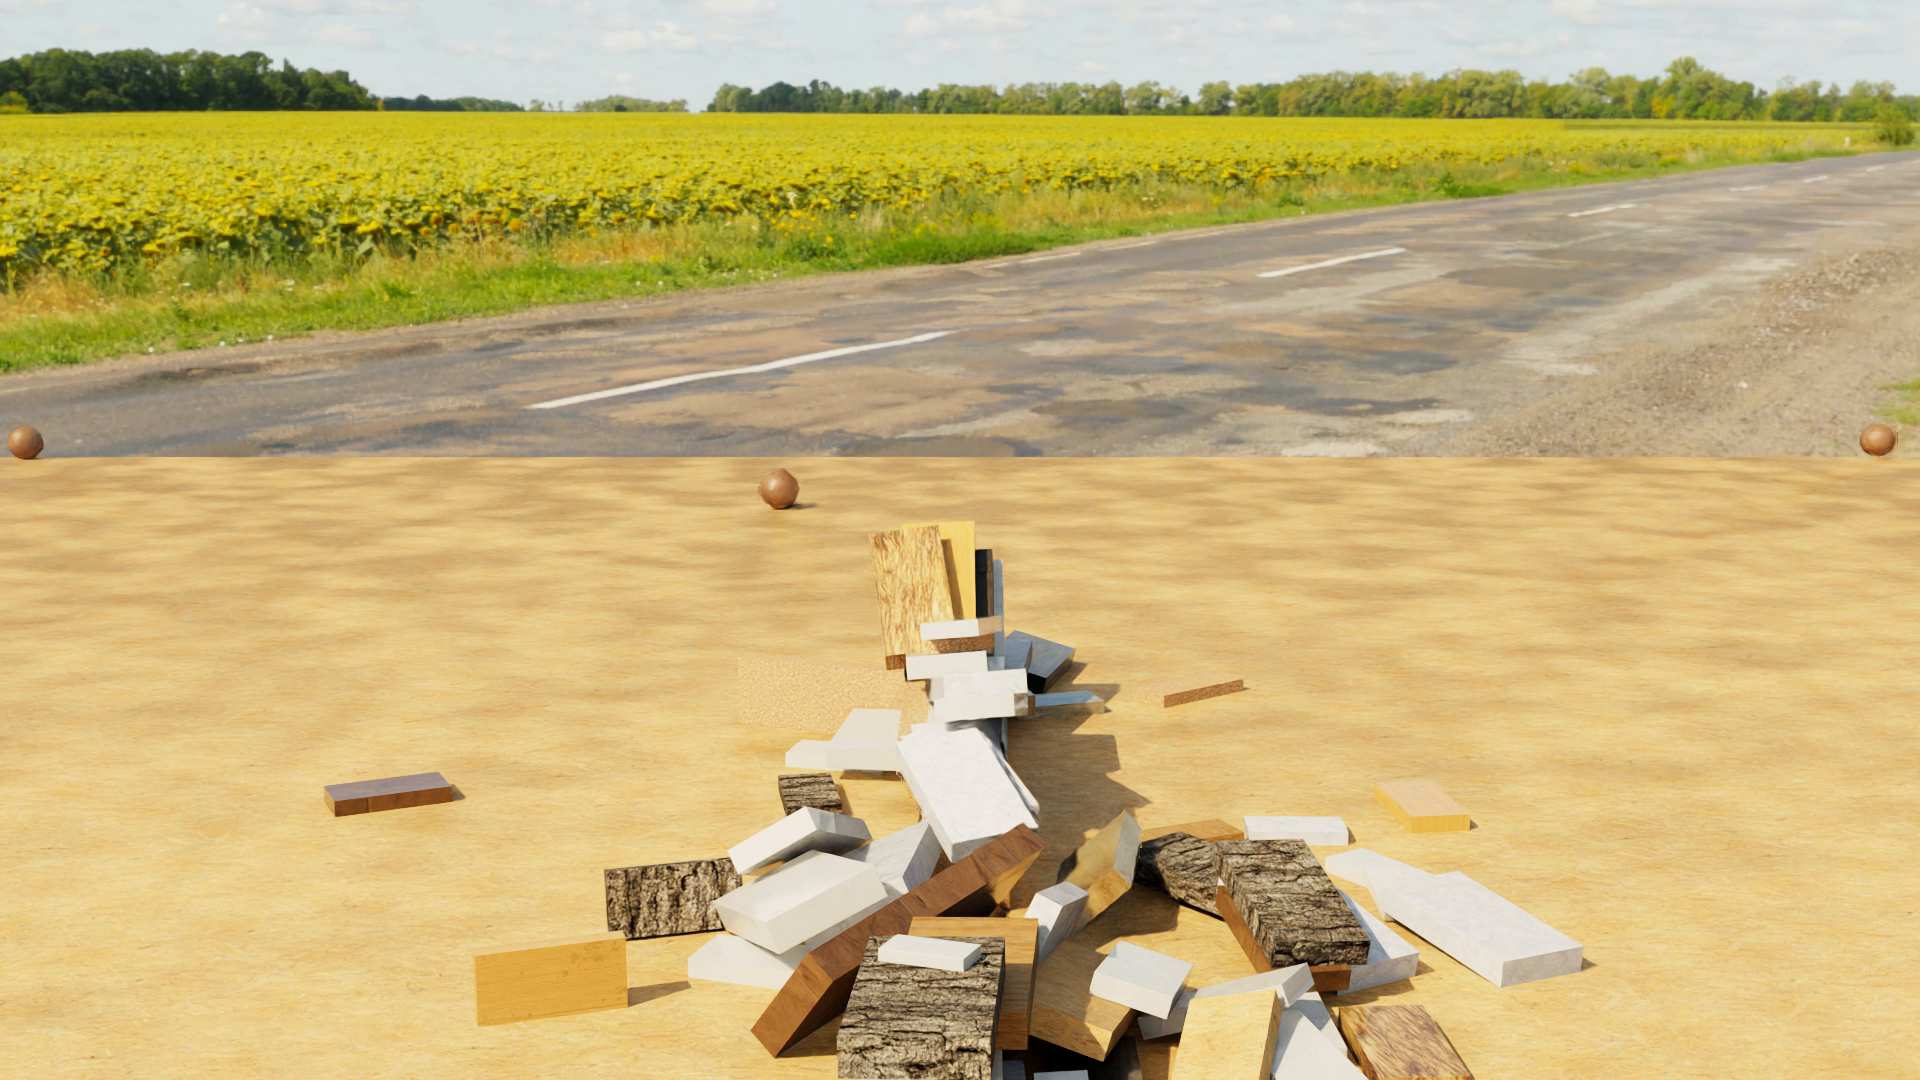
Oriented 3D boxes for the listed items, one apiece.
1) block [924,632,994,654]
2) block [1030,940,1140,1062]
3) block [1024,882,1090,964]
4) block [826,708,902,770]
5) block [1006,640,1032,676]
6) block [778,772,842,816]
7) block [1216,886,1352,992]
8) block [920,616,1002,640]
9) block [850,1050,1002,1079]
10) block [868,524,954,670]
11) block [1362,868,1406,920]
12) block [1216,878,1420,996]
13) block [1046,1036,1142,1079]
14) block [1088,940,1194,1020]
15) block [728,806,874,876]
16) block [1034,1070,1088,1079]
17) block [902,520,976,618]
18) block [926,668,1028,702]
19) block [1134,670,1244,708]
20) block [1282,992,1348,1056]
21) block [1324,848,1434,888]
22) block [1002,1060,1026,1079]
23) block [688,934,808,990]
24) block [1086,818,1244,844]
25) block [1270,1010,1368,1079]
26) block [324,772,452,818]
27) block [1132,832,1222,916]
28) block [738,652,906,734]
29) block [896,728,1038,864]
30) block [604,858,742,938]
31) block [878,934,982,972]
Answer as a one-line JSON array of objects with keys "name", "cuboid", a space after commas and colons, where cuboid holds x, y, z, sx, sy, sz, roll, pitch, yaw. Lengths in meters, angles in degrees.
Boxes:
[{"name": "block", "cuboid": [0.000, 0.198, 4.249, 0.100, 0.028, 0.200, -5, -1, 10]}, {"name": "block", "cuboid": [0.170, 0.634, 3.052, 0.144, 0.041, 0.383, 18, 5, 13]}, {"name": "block", "cuboid": [0.119, 0.572, 3.159, 0.041, 0.144, 0.288, 26, 0, 12]}, {"name": "block", "cuboid": [-0.167, 0.399, 4.423, 0.149, 0.042, 0.297, 1, 11, 8]}, {"name": "block", "cuboid": [0.068, 0.272, 4.770, 0.154, 0.044, 0.309, 1, 11, 6]}, {"name": "block", "cuboid": [-0.285, 0.485, 4.157, 0.101, 0.029, 0.203, -2, 11, -9]}, {"name": "block", "cuboid": [0.476, 0.587, 3.260, 0.120, 0.034, 0.240, 0, 23, -14]}, {"name": "block", "cuboid": [0.005, 0.168, 4.222, 0.109, 0.031, 0.307, -5, -1, 9]}, {"name": "block", "cuboid": [-0.035, 0.644, 2.679, 0.172, 0.049, 0.605, 0, -4, 1]}, {"name": "block", "cuboid": [-0.096, 0.114, 4.498, 0.148, 0.042, 0.358, -7, 43, -2]}, {"name": "block", "cuboid": [0.706, 0.578, 3.589, 0.063, 0.018, 0.127, 3, 24, -8]}, {"name": "block", "cuboid": [0.547, 0.588, 3.383, 0.151, 0.043, 0.302, -6, 25, -30]}, {"name": "block", "cuboid": [0.179, 0.720, 2.878, 0.120, 0.034, 0.265, 0, 11, 0]}, {"name": "block", "cuboid": [0.257, 0.617, 3.095, 0.112, 0.032, 0.223, 16, 4, 12]}, {"name": "block", "cuboid": [-0.256, 0.498, 3.584, 0.146, 0.041, 0.292, -30, -17, 8]}, {"name": "block", "cuboid": [0.132, 0.722, 2.736, 0.068, 0.019, 0.136, -2, 38, -3]}, {"name": "block", "cuboid": [-0.045, 0.085, 4.587, 0.154, 0.044, 0.309, -3, 43, 2]}, {"name": "block", "cuboid": [0.027, 0.267, 4.025, 0.148, 0.042, 0.295, -4, -5, -8]}, {"name": "block", "cuboid": [0.516, 0.336, 4.960, 0.247, 0.028, 0.100, -8, 13, -37]}, {"name": "block", "cuboid": [0.457, 0.681, 3.085, 0.120, 0.034, 0.240, 0, 11, -3]}, {"name": "block", "cuboid": [0.713, 0.566, 3.731, 0.088, 0.025, 0.176, -7, 13, -33]}, {"name": "block", "cuboid": [-0.007, 0.696, 2.712, 0.178, 0.050, 0.356, 0, -4, 0]}, {"name": "block", "cuboid": [-0.254, 0.642, 3.307, 0.289, 0.030, 0.107, 4, 11, 19]}, {"name": "block", "cuboid": [0.363, 0.535, 3.896, 0.273, 0.025, 0.088, -5, 12, -24]}, {"name": "block", "cuboid": [0.484, 0.722, 2.770, 0.112, 0.032, 0.492, -4, 16, -17]}, {"name": "block", "cuboid": [-1.085, 0.481, 4.169, 0.218, 0.031, 0.109, -5, 12, -26]}, {"name": "block", "cuboid": [0.415, 0.555, 3.632, 0.151, 0.043, 0.302, -10, 15, -38]}, {"name": "block", "cuboid": [-0.277, 0.332, 4.652, 0.407, 0.148, 0.042, 4, 11, 22]}, {"name": "block", "cuboid": [0.008, 0.418, 3.626, 0.146, 0.041, 0.292, -9, 31, -17]}, {"name": "block", "cuboid": [-0.452, 0.567, 3.487, 0.214, 0.107, 0.030, -3, -1, -17]}, {"name": "block", "cuboid": [-0.037, 0.508, 2.707, 0.113, 0.016, 0.057, 3, 9, 23]}]
